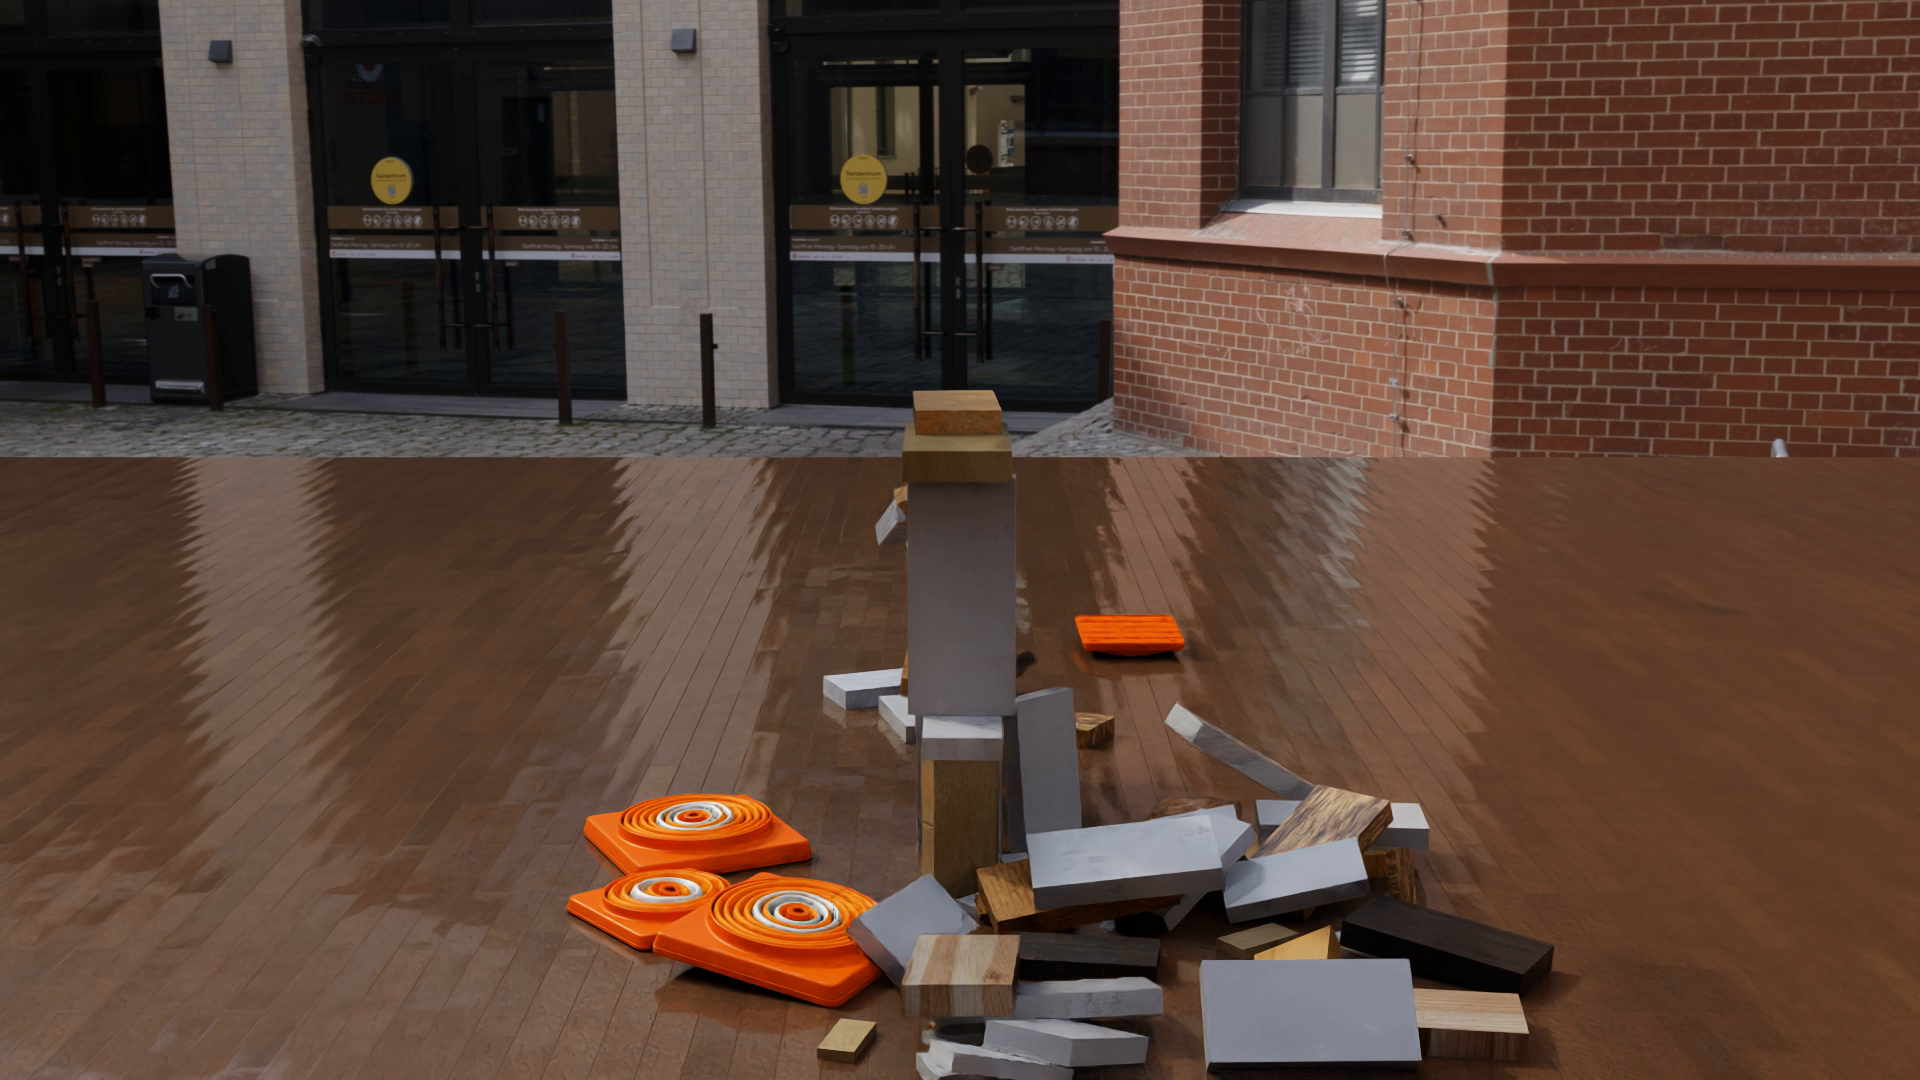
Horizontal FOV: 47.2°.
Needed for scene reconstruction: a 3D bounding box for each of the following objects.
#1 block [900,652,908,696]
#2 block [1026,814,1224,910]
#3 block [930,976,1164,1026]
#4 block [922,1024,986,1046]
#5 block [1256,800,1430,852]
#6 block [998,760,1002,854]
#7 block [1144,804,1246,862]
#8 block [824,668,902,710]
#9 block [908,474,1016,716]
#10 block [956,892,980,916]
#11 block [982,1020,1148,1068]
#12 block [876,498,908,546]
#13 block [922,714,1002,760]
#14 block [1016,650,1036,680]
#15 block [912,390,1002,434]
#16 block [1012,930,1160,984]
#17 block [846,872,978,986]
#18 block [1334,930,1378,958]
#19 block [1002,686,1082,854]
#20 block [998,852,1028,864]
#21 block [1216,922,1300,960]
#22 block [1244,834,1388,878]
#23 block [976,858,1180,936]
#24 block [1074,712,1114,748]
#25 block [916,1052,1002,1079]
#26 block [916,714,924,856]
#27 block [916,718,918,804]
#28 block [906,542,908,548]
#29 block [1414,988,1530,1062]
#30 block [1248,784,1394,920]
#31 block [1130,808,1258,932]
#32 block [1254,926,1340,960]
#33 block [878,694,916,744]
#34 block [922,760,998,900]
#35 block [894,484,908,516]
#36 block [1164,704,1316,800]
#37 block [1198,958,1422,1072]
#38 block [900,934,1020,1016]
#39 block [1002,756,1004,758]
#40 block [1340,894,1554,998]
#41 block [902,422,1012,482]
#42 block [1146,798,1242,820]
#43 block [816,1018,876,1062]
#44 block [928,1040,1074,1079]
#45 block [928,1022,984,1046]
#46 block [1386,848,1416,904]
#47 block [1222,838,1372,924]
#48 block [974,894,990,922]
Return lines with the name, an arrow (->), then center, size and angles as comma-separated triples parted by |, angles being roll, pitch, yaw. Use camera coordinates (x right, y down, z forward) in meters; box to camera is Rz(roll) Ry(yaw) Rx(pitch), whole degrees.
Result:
block -> -0.061, 0.297, 4.920 | 0.130, 0.037, 0.259 | 0, 11, 1
block -> 0.260, 0.511, 3.497 | 0.297, 0.042, 0.148 | -6, 27, 0
block -> 0.117, 0.649, 3.100 | 0.319, 0.035, 0.125 | -1, -4, -8
block -> 0.007, 0.680, 3.024 | 0.106, 0.015, 0.053 | -3, 5, -38
block -> 0.664, 0.497, 3.837 | 0.287, 0.041, 0.144 | 1, 11, 4
block -> 0.005, 0.441, 3.766 | 0.129, 0.258, 0.037 | -1, 11, -5
block -> 0.356, 0.516, 3.678 | 0.230, 0.033, 0.115 | -11, 40, 4
block -> -0.146, 0.330, 4.958 | 0.292, 0.041, 0.146 | -4, 11, -23
block -> 0.003, 0.091, 3.648 | 0.177, 0.399, 0.050 | 0, 10, 2
block -> 0.048, 0.593, 3.614 | 0.104, 0.015, 0.052 | -10, 14, -43
block -> 0.144, 0.668, 2.925 | 0.125, 0.035, 0.249 | 6, -8, 29
block -> -0.068, -0.042, 4.175 | 0.146, 0.041, 0.292 | -8, -8, -11
block -> 0.004, 0.312, 3.651 | 0.129, 0.037, 0.258 | 0, 11, 0
block -> 0.082, 0.311, 4.908 | 0.106, 0.030, 0.211 | -45, -12, 27
block -> -0.008, -0.226, 3.873 | 0.146, 0.041, 0.293 | 0, 11, -2
block -> 0.186, 0.635, 3.337 | 0.230, 0.033, 0.115 | 2, 11, 9
block -> -0.071, 0.594, 3.369 | 0.115, 0.033, 0.230 | 45, 25, 14
block -> 0.641, 0.629, 3.411 | 0.060, 0.017, 0.120 | -8, 13, -36
block -> 0.143, 0.411, 3.836 | 0.144, 0.287, 0.041 | -9, 8, -44
block -> 0.230, 0.558, 3.752 | 0.312, 0.033, 0.115 | -3, 11, -14
block -> 0.465, 0.626, 3.431 | 0.120, 0.017, 0.060 | -7, 13, -35
block -> 0.594, 0.544, 3.805 | 0.328, 0.040, 0.142 | -1, 11, -5
block -> 0.188, 0.555, 3.521 | 0.297, 0.042, 0.148 | -11, 27, -9
block -> 0.182, 0.389, 4.648 | 0.259, 0.037, 0.130 | 6, 12, 29
block -> -0.003, 0.701, 2.898 | 0.084, 0.024, 0.167 | -2, -2, -11
block -> 0.000, 0.405, 3.852 | 0.148, 0.297, 0.042 | 0, 11, 0
block -> -0.002, 0.333, 4.151 | 0.164, 0.329, 0.047 | 0, 11, 0
block -> -0.053, 0.036, 4.260 | 0.023, 0.082, 0.165 | -7, -3, -27
block -> 0.645, 0.677, 3.092 | 0.285, 0.040, 0.143 | 1, 11, 8
block -> 0.587, 0.517, 3.668 | 0.142, 0.040, 0.283 | 9, 36, 41
block -> 0.367, 0.535, 3.581 | 0.230, 0.033, 0.115 | -41, 32, -28
block -> 0.481, 0.637, 3.175 | 0.125, 0.035, 0.249 | -25, 4, 15
block -> -0.082, 0.379, 4.704 | 0.130, 0.037, 0.259 | -3, 11, -15
block -> 0.001, 0.465, 3.634 | 0.129, 0.258, 0.037 | -7, 13, -33
block -> -0.035, -0.052, 3.992 | 0.103, 0.029, 0.206 | -20, -30, 10
block -> 0.545, 0.414, 4.011 | 0.349, 0.041, 0.144 | 31, 2, -17
block -> 0.475, 0.647, 2.996 | 0.285, 0.143, 0.040 | 0, -31, -1
block -> 0.005, 0.607, 3.077 | 0.148, 0.042, 0.297 | -1, 2, 4
block -> 0.041, 0.385, 4.550 | 0.106, 0.030, 0.211 | 0, 25, -6
block -> 0.740, 0.616, 3.347 | 0.285, 0.040, 0.143 | 13, 16, 31
block -> -0.005, -0.151, 3.718 | 0.177, 0.050, 0.355 | 0, 11, 0
block -> 0.417, 0.495, 3.905 | 0.142, 0.040, 0.283 | -2, -1, 12
block -> -0.157, 0.696, 3.059 | 0.053, 0.015, 0.106 | 3, 11, 14
block -> 0.052, 0.670, 2.815 | 0.167, 0.024, 0.084 | 13, -6, -21
block -> 0.015, 0.690, 3.090 | 0.106, 0.015, 0.053 | 6, 12, 30
block -> 0.705, 0.553, 3.509 | 0.017, 0.120, 0.060 | -11, -11, 35
block -> 0.539, 0.549, 3.551 | 0.229, 0.033, 0.115 | -13, 27, 6
block -> 0.080, 0.593, 3.558 | 0.104, 0.015, 0.052 | 0, 28, -11
